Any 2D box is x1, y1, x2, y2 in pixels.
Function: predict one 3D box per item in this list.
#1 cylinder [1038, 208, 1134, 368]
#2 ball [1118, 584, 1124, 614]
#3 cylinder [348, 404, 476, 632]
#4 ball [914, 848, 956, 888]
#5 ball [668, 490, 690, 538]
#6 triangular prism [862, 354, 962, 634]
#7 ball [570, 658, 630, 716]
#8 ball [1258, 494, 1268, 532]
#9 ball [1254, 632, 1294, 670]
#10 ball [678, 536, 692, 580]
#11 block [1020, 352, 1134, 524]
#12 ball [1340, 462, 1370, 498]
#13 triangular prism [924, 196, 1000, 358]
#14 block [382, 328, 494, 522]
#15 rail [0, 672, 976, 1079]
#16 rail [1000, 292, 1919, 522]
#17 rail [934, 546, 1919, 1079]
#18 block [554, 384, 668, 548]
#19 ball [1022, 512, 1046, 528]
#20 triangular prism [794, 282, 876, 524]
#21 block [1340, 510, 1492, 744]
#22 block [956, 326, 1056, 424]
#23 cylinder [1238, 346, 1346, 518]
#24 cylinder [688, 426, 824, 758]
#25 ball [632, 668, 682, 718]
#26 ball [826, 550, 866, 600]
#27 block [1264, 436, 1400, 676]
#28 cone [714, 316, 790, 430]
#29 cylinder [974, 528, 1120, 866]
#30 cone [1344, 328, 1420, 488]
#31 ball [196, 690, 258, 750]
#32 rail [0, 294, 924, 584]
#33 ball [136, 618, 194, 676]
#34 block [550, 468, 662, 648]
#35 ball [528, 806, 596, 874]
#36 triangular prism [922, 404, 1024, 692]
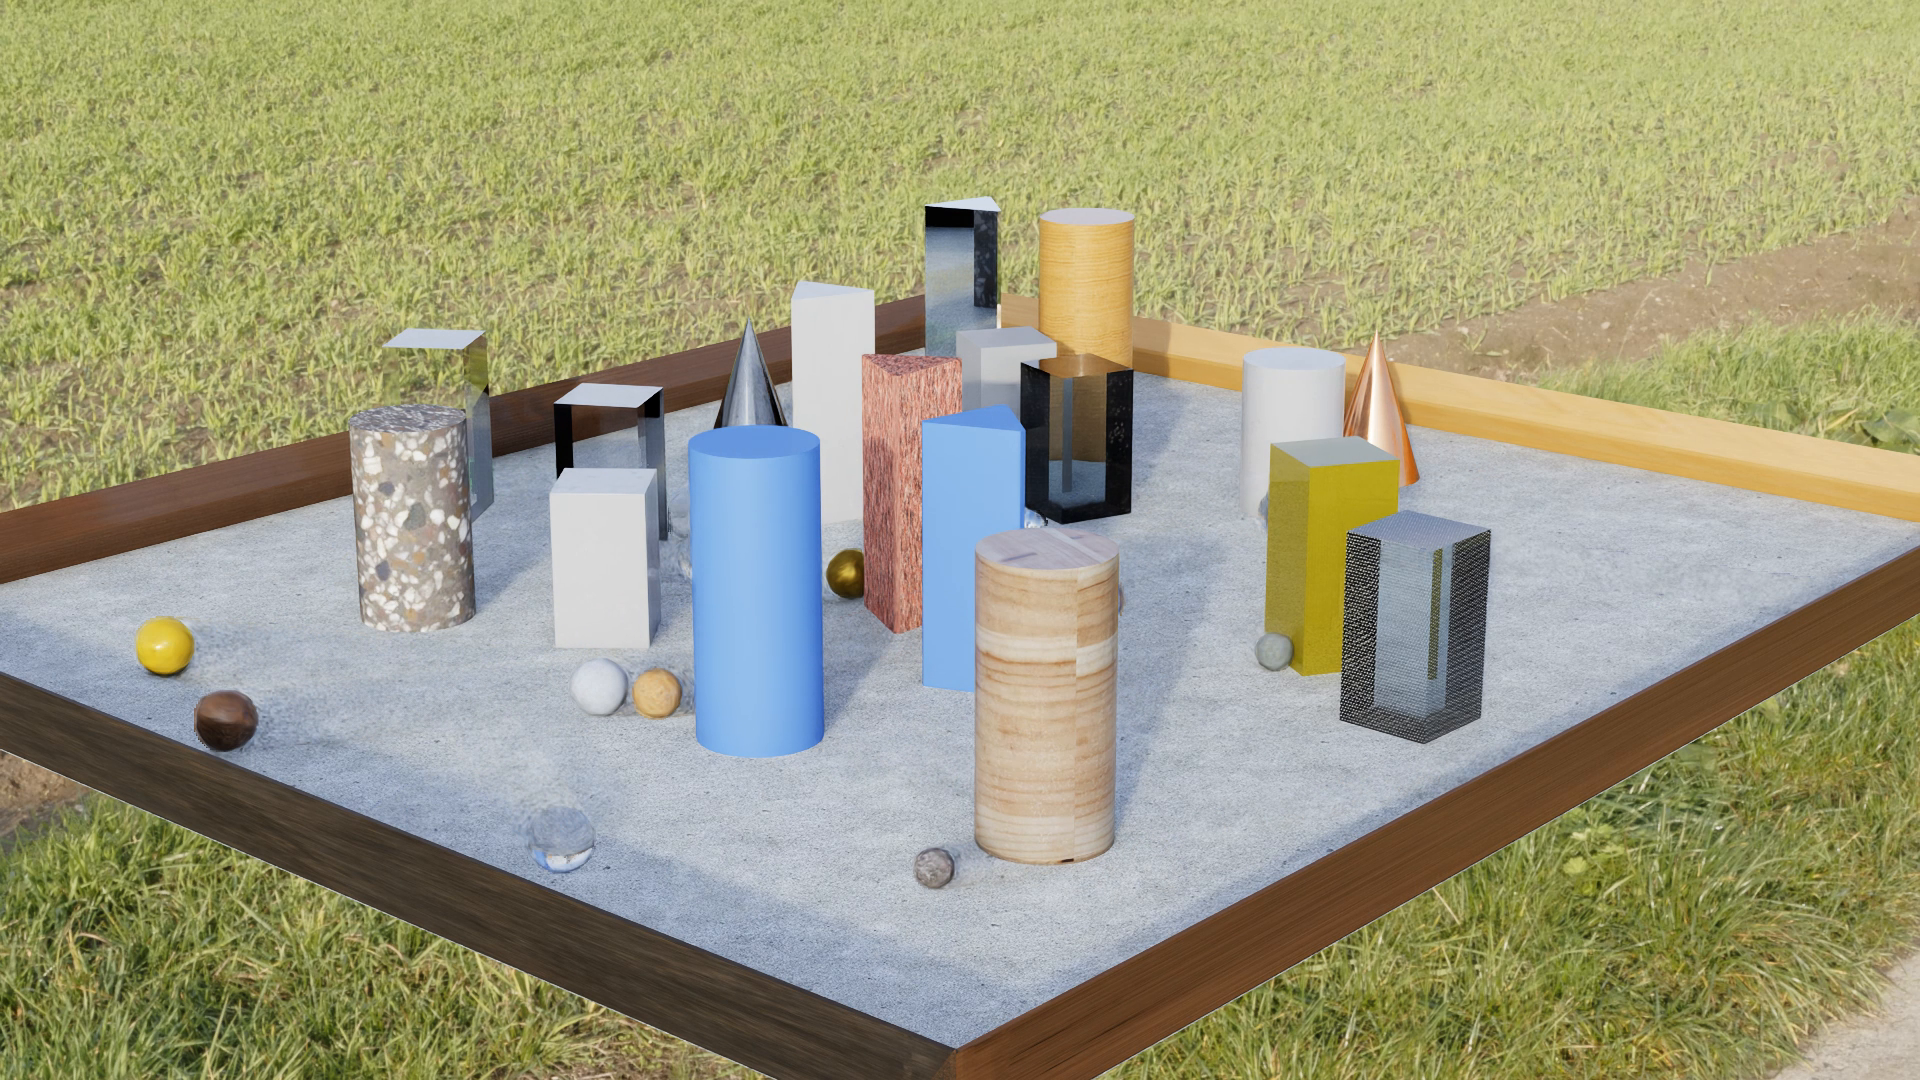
[{"bbox_3d":[0.259,-0.431,6.049,0.195,0.478,0.195,0,17,0],"label":"cylinder"},{"bbox_3d":[0.231,0.100,4.957,0.092,0.092,0.092,0,17,0],"label":"ball"},{"bbox_3d":[-0.928,-0.038,4.975,0.195,0.347,0.195,0,17,0],"label":"cylinder"},{"bbox_3d":[-0.033,0.437,3.907,0.054,0.054,0.054,0,17,0],"label":"ball"},{"bbox_3d":[-0.500,-0.046,5.444,0.091,0.091,0.091,0,17,0],"label":"ball"},{"bbox_3d":[-0.108,-0.087,4.969,0.146,0.444,0.169,14,21,38],"label":"triangular prism"},{"bbox_3d":[-0.557,0.227,4.538,0.090,0.090,0.090,0,17,0],"label":"ball"},{"bbox_3d":[0.603,-0.051,5.448,0.097,0.097,0.097,0,17,0],"label":"ball"},{"bbox_3d":[0.508,0.180,4.745,0.062,0.062,0.062,0,17,0],"label":"ball"},{"bbox_3d":[-0.455,0.030,5.193,0.091,0.091,0.091,0,17,0],"label":"ball"},{"bbox_3d":[0.222,-0.195,5.605,0.156,0.283,0.156,-9,19,-28],"label":"block"},{"bbox_3d":[0.766,-0.117,5.713,0.070,0.070,0.070,0,17,0],"label":"ball"},{"bbox_3d":[0.032,-0.472,6.175,0.169,0.483,0.146,7,18,22],"label":"triangular prism"},{"bbox_3d":[-0.992,-0.217,5.581,0.156,0.339,0.156,2,17,7],"label":"block"},{"bbox_3d":[-0.984,0.359,4.035,2.637,0.127,0.045,14,22,39],"label":"rail"},{"bbox_3d":[0.984,-0.296,6.205,2.637,0.127,0.045,14,22,39],"label":"rail"},{"bbox_3d":[0.978,0.277,4.307,0.045,0.127,3.050,14,22,39],"label":"rail"},{"bbox_3d":[-0.634,-0.121,5.341,0.156,0.294,0.156,3,17,11],"label":"block"},{"bbox_3d":[0.132,-0.025,5.433,0.056,0.056,0.056,0,17,0],"label":"ball"},{"bbox_3d":[-0.268,-0.263,5.561,0.169,0.438,0.146,-9,19,-27],"label":"triangular prism"},{"bbox_3d":[0.696,0.131,4.486,0.156,0.305,0.156,15,22,40],"label":"block"},{"bbox_3d":[0.091,-0.263,5.820,0.156,0.288,0.156,-5,18,-17],"label":"block"},{"bbox_3d":[0.636,-0.204,5.613,0.195,0.295,0.195,0,17,0],"label":"cylinder"},{"bbox_3d":[-0.304,0.076,4.398,0.195,0.462,0.195,0,17,0],"label":"cylinder"},{"bbox_3d":[-0.467,0.237,4.530,0.077,0.077,0.077,0,17,0],"label":"ball"},{"bbox_3d":[-0.189,0.059,5.100,0.087,0.087,0.087,0,17,0],"label":"ball"},{"bbox_3d":[0.602,0.024,4.764,0.156,0.349,0.156,-5,18,-17],"label":"block"},{"bbox_3d":[-0.427,-0.313,5.978,0.195,0.293,0.195,0,17,0],"label":"cone"},{"bbox_3d":[0.117,0.213,4.014,0.195,0.421,0.195,0,17,0],"label":"cylinder"},{"bbox_3d":[0.823,-0.274,5.833,0.195,0.303,0.195,0,17,0],"label":"cone"},{"bbox_3d":[-1.099,0.269,4.397,0.091,0.091,0.091,0,17,0],"label":"ball"},{"bbox_3d":[-0.978,-0.213,5.933,0.045,0.127,3.050,14,22,39],"label":"rail"},{"bbox_3d":[-1.279,0.172,4.719,0.093,0.093,0.093,0,17,0],"label":"ball"},{"bbox_3d":[-0.589,0.029,4.891,0.156,0.265,0.156,0,17,2],"label":"block"},{"bbox_3d":[-0.537,0.403,3.953,0.091,0.091,0.091,0,17,0],"label":"ball"},{"bbox_3d":[0.045,0.013,4.654,0.169,0.435,0.146,6,18,20],"label":"triangular prism"}]
